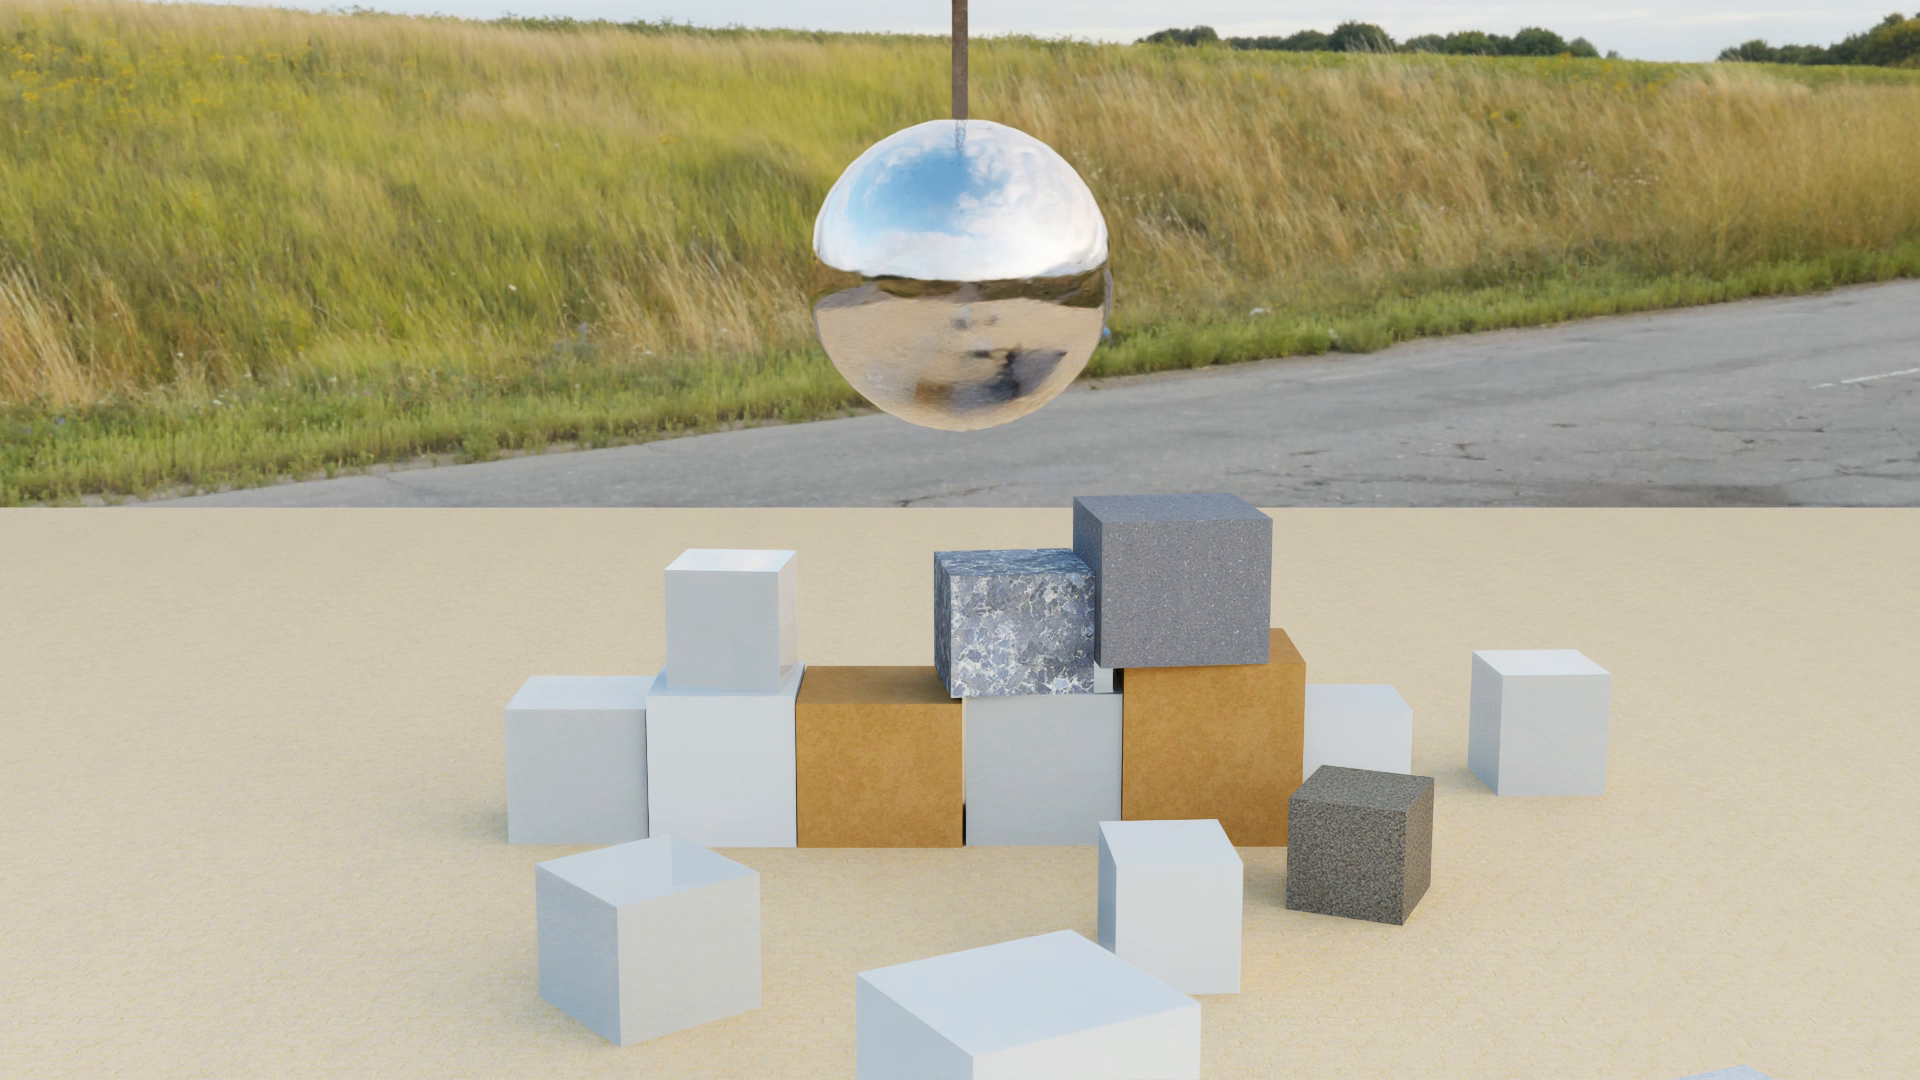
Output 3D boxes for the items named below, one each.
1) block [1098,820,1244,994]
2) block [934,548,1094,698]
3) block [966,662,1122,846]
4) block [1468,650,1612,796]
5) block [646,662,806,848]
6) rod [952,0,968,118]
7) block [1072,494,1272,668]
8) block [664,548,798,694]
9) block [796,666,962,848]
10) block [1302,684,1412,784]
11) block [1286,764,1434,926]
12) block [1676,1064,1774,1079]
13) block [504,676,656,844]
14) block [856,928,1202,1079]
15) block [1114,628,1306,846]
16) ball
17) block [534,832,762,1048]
[{"bbox_3d":[0.888,1.562,9.402,0.525,0.563,0.609,-1,10,-3],"label":"block"},{"bbox_3d":[0.266,0.411,11.213,0.718,0.610,0.685,-1,10,-8],"label":"block"},{"bbox_3d":[0.420,1.091,11.369,0.780,0.785,0.711,0,10,0],"label":"block"},{"bbox_3d":[3.194,1.004,12.161,0.591,0.674,0.582,-1,10,-3],"label":"block"},{"bbox_3d":[-1.192,1.094,11.368,0.739,0.780,0.756,0,10,0],"label":"block"},{"bbox_3d":[0.000,-4.659,10.517,0.080,5.200,0.080,0,14,0],"label":"rod"},{"bbox_3d":[1.060,0.192,11.166,0.847,0.727,0.809,-1,10,-7],"label":"block"},{"bbox_3d":[-1.160,0.406,11.244,0.573,0.619,0.572,1,10,5],"label":"block"},{"bbox_3d":[-0.402,1.109,11.388,0.827,0.744,0.809,0,10,0],"label":"block"},{"bbox_3d":[2.002,1.143,11.396,0.552,0.673,0.552,0,10,0],"label":"block"},{"bbox_3d":[1.875,1.415,10.284,0.543,0.535,0.594,5,11,24],"label":"block"},{"bbox_3d":[2.365,2.033,6.793,0.588,0.569,0.516,-4,11,-23],"label":"block"},{"bbox_3d":[-1.925,1.130,11.386,0.706,0.704,0.696,0,10,0],"label":"block"},{"bbox_3d":[0.211,1.844,7.187,0.835,0.801,0.777,-6,12,-29],"label":"block"},{"bbox_3d":[1.265,1.006,11.379,0.901,0.950,0.795,0,10,0],"label":"block"},{"bbox_3d":[0.000,-1.364,11.357,1.600,1.600,1.600,0,10,0],"label":"ball"},{"bbox_3d":[-1.280,1.623,9.028,0.659,0.577,0.672,-8,13,-38],"label":"block"}]
